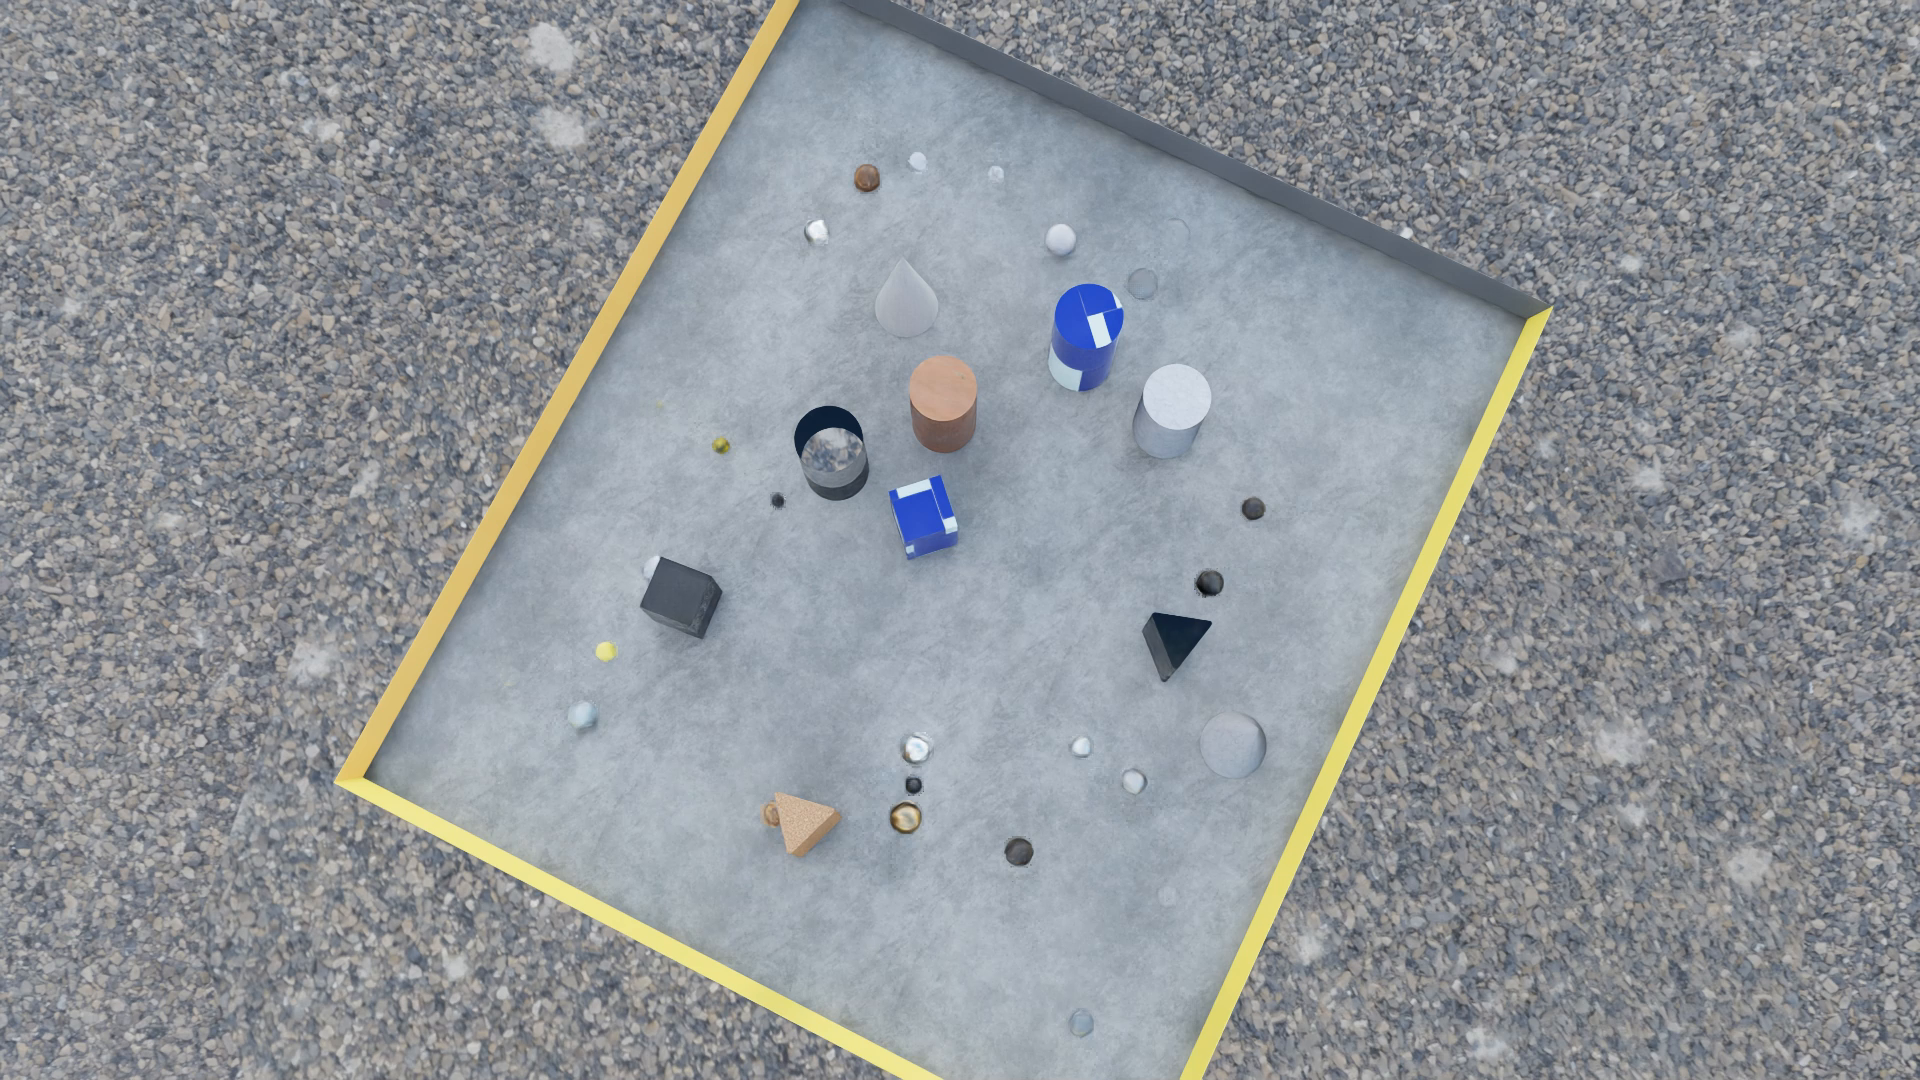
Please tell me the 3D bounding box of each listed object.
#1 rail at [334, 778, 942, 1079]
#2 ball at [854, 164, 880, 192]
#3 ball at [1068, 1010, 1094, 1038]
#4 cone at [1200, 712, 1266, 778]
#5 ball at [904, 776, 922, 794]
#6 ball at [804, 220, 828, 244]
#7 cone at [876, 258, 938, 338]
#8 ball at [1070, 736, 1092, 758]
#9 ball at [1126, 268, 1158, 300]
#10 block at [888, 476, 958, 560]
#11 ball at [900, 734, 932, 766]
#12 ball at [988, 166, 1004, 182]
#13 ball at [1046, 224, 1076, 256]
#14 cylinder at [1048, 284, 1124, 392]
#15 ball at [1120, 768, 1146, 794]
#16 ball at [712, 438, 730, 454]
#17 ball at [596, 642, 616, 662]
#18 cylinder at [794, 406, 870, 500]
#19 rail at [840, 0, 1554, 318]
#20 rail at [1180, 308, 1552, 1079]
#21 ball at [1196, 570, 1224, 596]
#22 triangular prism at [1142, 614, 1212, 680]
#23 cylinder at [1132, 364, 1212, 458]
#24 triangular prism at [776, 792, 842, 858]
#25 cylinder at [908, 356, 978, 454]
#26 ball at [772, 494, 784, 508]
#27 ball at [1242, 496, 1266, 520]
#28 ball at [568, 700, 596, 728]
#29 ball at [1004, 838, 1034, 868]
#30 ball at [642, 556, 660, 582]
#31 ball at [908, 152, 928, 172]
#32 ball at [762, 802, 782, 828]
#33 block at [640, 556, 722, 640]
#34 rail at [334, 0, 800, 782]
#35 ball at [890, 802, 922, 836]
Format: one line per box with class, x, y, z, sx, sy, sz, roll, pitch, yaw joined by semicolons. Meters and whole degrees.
rail;-0.646;1.271;5.286;2.613;0.130;0.045;26;80;5
ball;-0.295;-1.147;5.810;0.087;0.087;0.087;0;78;0
ball;0.350;1.396;5.289;0.075;0.075;0.075;0;78;0
cone;0.819;0.565;5.258;0.200;0.474;0.200;0;78;0
ball;-0.137;0.729;5.439;0.052;0.052;0.052;0;78;0
ball;-0.452;-0.972;5.778;0.078;0.078;0.078;0;78;0
cone;-0.168;-0.779;5.548;0.200;0.451;0.200;0;78;0
ball;0.362;0.618;5.455;0.066;0.066;0.066;0;78;0
ball;0.571;-0.802;5.732;0.100;0.100;0.100;0;78;0
block;-0.108;-0.064;5.490;0.160;0.274;0.160;-18;79;-4
ball;-0.129;0.621;5.439;0.095;0.095;0.095;0;78;0
ball;0.116;-1.164;5.832;0.051;0.051;0.051;0;78;0
ball;0.318;-0.944;5.764;0.096;0.096;0.096;0;78;0
cylinder;0.375;-0.605;5.522;0.200;0.431;0.200;0;78;0
ball;0.515;0.716;5.429;0.077;0.077;0.077;0;78;0
ball;-0.737;-0.291;5.651;0.051;0.051;0.051;0;78;0
ball;-1.067;0.336;5.517;0.059;0.059;0.059;0;78;0
cylinder;-0.380;-0.256;5.481;0.200;0.368;0.200;0;78;0
rail;0.646;-1.258;5.810;2.613;0.130;0.045;26;80;5
rail;1.148;0.569;5.432;0.045;0.130;2.935;26;80;5
ball;0.757;0.131;5.547;0.083;0.083;0.083;0;78;0
triangular prism;0.611;0.287;5.404;0.150;0.300;0.173;38;81;7
cylinder;0.635;-0.384;5.522;0.200;0.342;0.200;0;78;0
triangular prism;-0.465;0.793;5.280;0.173;0.338;0.150;-43;81;-8
cylinder;-0.049;-0.404;5.511;0.200;0.372;0.200;0;78;0
ball;-0.559;-0.120;5.621;0.041;0.041;0.041;0;78;0
ball;0.897;-0.096;5.600;0.071;0.071;0.071;0;78;0
ball;-1.129;0.521;5.466;0.083;0.083;0.083;0;78;0
ball;0.174;0.918;5.383;0.085;0.085;0.085;0;78;0
ball;-0.918;0.093;5.553;0.086;0.086;0.086;0;78;0
ball;-0.134;-1.205;5.836;0.059;0.059;0.059;0;78;0
ball;-0.550;0.811;5.411;0.074;0.074;0.074;0;78;0
block;-0.826;0.175;5.448;0.160;0.259;0.160;21;79;4
rail;-1.148;-0.555;5.664;0.045;0.130;2.935;26;80;5
ball;-0.160;0.821;5.398;0.096;0.096;0.096;0;78;0
